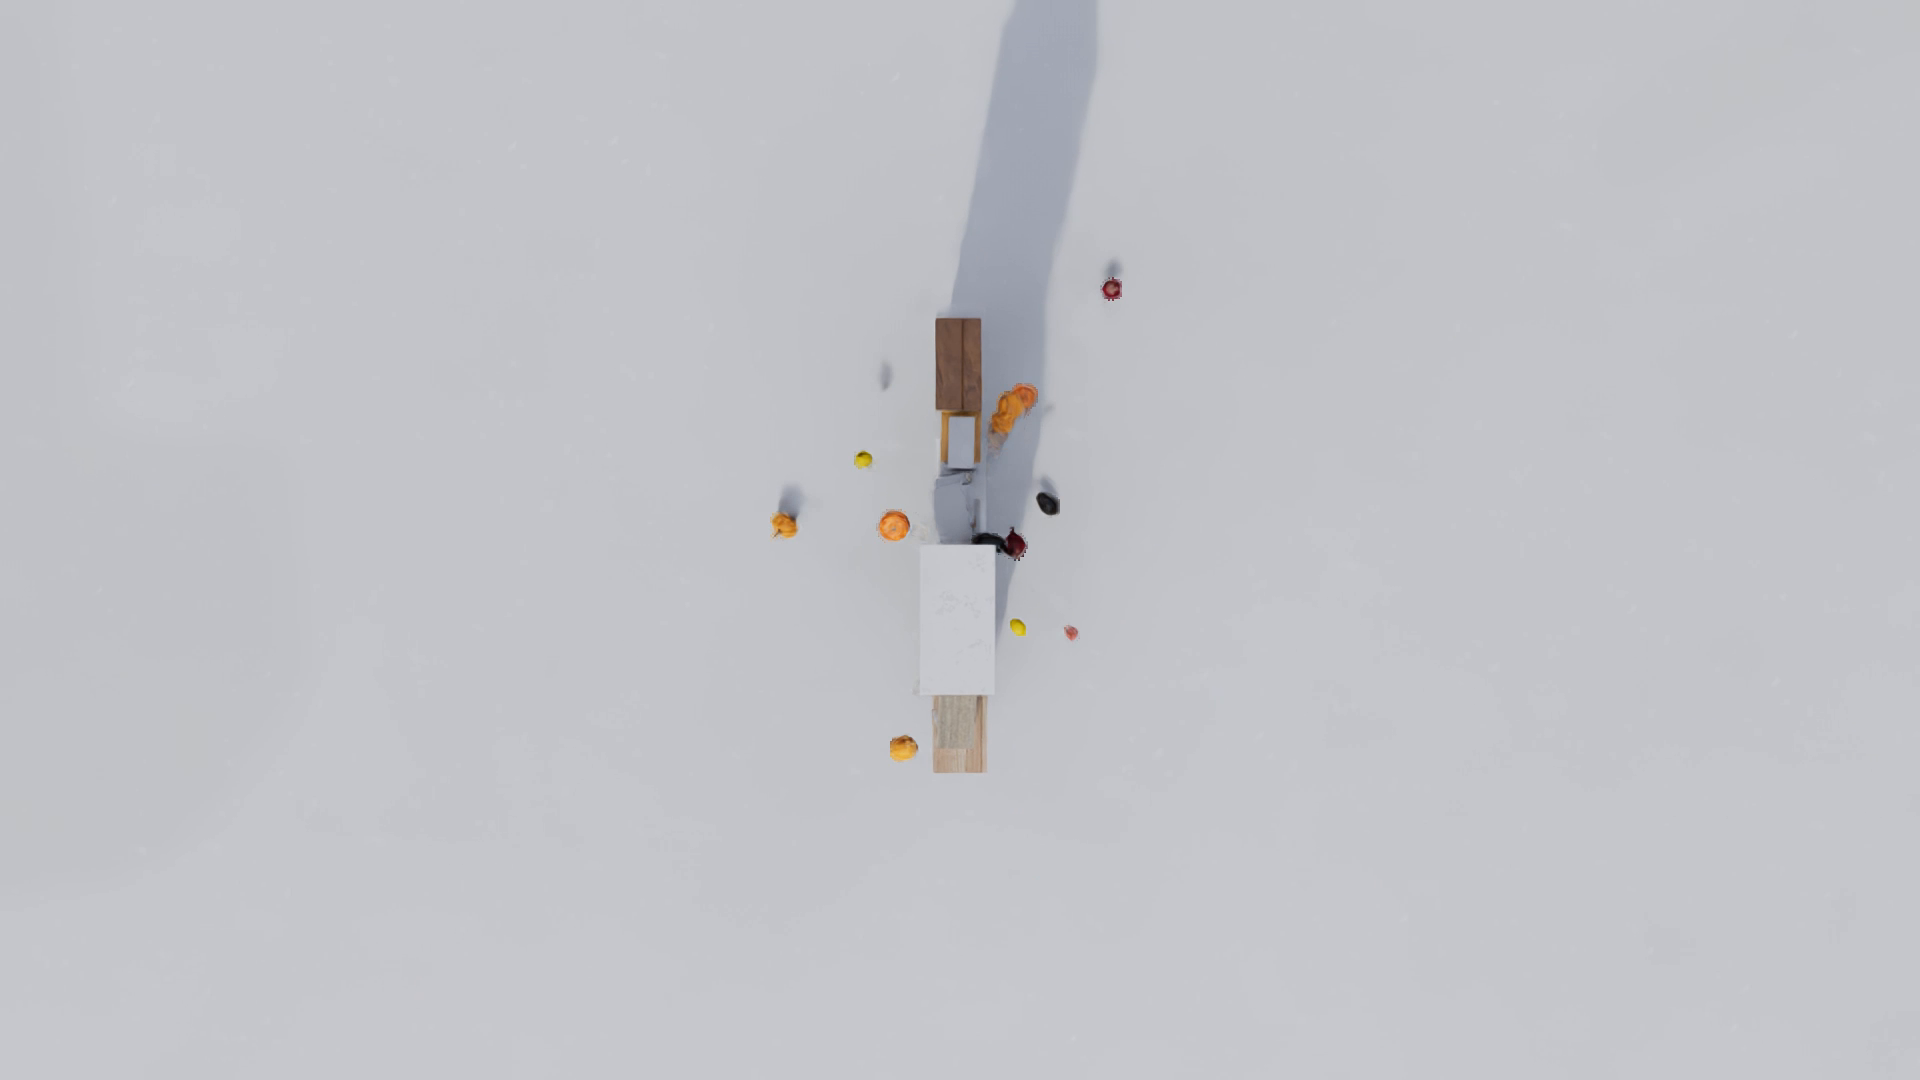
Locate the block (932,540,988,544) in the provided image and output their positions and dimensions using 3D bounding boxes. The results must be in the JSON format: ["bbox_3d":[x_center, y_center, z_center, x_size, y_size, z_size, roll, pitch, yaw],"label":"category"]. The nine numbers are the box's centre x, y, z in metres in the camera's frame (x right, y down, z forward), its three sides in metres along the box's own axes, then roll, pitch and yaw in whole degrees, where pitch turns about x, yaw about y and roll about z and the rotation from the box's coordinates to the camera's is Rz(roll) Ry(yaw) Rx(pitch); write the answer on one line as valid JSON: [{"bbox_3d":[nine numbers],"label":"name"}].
[{"bbox_3d":[-0.001,0.172,5.137,0.170,0.048,0.339,0,90,0],"label":"block"}]

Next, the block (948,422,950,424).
[{"bbox_3d":[0.003,-0.294,4.293,0.065,0.131,0.018,2,90,0],"label":"block"}]

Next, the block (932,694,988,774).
[{"bbox_3d":[0.000,0.496,4.619,0.154,0.044,0.308,0,90,0],"label":"block"}]

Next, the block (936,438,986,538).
[{"bbox_3d":[0.004,-0.160,5.165,0.157,0.044,0.313,0,90,0],"label":"block"}]

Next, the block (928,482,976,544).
[{"bbox_3d":[-0.020,-0.055,4.239,0.086,0.024,0.171,-13,91,1],"label":"block"}]

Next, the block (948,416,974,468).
[{"bbox_3d":[0.003,-0.249,4.218,0.065,0.018,0.131,2,90,0],"label":"block"}]

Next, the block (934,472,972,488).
[{"bbox_3d":[-0.017,-0.155,4.336,0.086,0.171,0.024,-11,90,5],"label":"block"}]

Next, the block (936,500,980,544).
[{"bbox_3d":[-0.004,0.011,4.837,0.129,0.036,0.257,0,90,0],"label":"block"}]

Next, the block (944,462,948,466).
[{"bbox_3d":[-0.005,-0.180,4.644,0.081,0.023,0.163,0,90,0],"label":"block"}]

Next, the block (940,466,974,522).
[{"bbox_3d":[-0.006,-0.109,4.437,0.091,0.026,0.182,0,90,1],"label":"block"}]

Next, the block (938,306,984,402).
[{"bbox_3d":[0.003,-0.520,4.618,0.131,0.037,0.263,0,90,0],"label":"block"}]

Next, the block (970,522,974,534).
[{"bbox_3d":[-0.008,-0.025,4.339,0.086,0.171,0.024,0,97,1],"label":"block"}]

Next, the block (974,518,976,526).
[{"bbox_3d":[-0.002,-0.050,4.550,0.091,0.199,0.026,1,90,1],"label":"block"}]

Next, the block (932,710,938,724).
[{"bbox_3d":[-0.013,0.472,4.396,0.095,0.402,0.027,-15,80,0],"label":"block"}]

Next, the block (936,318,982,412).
[{"bbox_3d":[-0.004,-0.437,4.113,0.114,0.032,0.229,0,90,0],"label":"block"}]

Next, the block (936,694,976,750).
[{"bbox_3d":[-0.009,0.432,4.181,0.095,0.027,0.191,3,94,-1],"label":"block"}]

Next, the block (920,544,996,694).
[{"bbox_3d":[-0.006,0.188,3.925,0.178,0.050,0.356,0,90,0],"label":"block"}]

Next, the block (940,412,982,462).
[{"bbox_3d":[0.004,-0.313,4.373,0.106,0.030,0.211,1,90,0],"label":"block"}]
